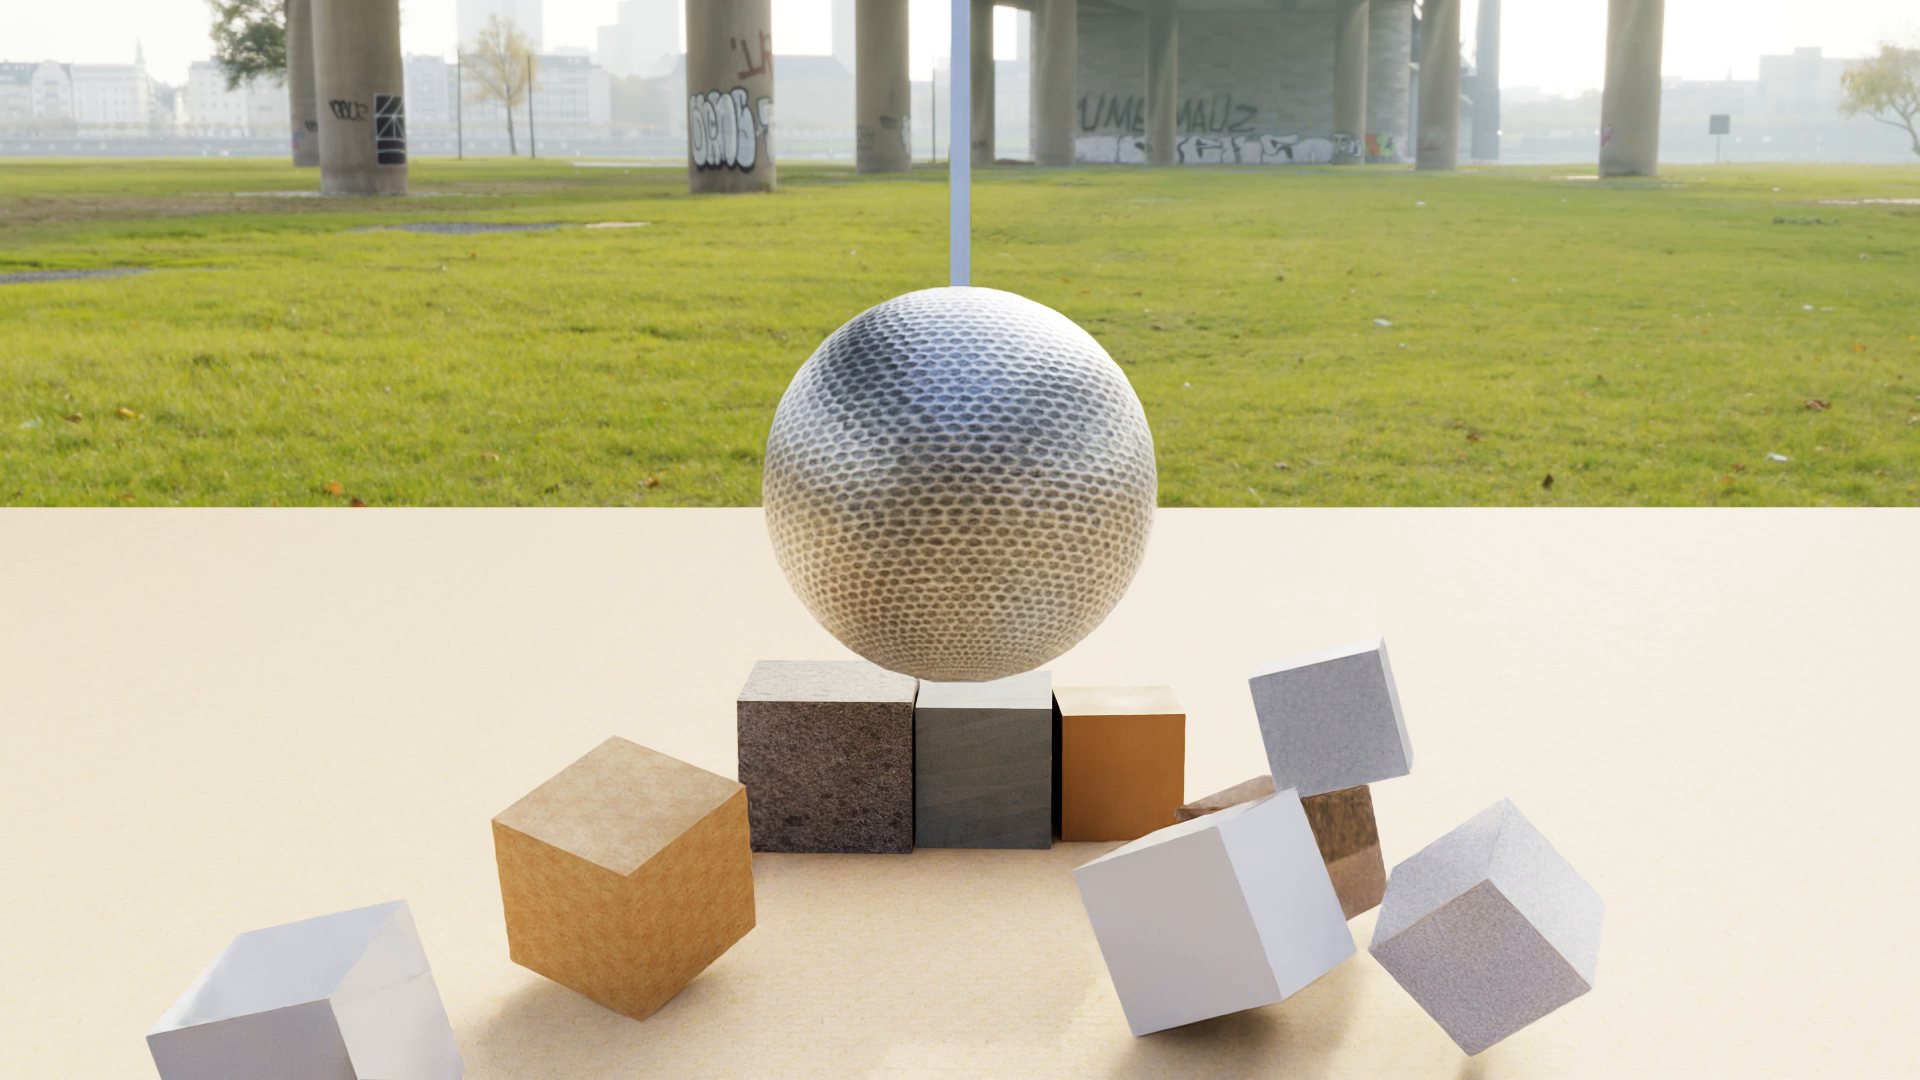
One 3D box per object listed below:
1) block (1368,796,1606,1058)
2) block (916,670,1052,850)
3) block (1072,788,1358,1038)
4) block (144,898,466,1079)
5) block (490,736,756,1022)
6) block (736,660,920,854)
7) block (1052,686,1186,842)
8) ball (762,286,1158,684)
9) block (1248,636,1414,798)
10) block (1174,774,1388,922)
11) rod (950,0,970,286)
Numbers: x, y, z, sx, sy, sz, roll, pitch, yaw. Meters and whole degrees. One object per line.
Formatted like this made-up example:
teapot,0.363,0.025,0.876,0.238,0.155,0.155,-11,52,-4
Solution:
block,2.062,1.507,8.585,0.599,0.590,0.584,-41,6,32
block,0.132,1.121,11.362,0.677,0.729,0.788,0,10,2
block,1.017,1.482,8.779,0.731,0.696,0.625,-24,-6,37
block,-2.193,1.745,7.461,0.643,0.686,0.749,-13,14,9
block,-1.385,1.390,9.156,0.725,0.720,0.744,16,32,30
block,-0.658,1.102,11.322,0.865,0.781,0.860,0,10,1
block,0.810,1.151,11.383,0.621,0.663,0.582,-1,10,-3
ball,0.000,-0.219,8.895,1.600,1.600,1.600,0,10,0
block,1.619,0.772,9.572,0.564,0.546,0.540,-14,0,14
block,1.441,1.405,9.814,0.569,0.603,0.707,-10,1,42
rod,0.000,-3.553,9.561,0.080,5.200,0.080,0,-11,0
